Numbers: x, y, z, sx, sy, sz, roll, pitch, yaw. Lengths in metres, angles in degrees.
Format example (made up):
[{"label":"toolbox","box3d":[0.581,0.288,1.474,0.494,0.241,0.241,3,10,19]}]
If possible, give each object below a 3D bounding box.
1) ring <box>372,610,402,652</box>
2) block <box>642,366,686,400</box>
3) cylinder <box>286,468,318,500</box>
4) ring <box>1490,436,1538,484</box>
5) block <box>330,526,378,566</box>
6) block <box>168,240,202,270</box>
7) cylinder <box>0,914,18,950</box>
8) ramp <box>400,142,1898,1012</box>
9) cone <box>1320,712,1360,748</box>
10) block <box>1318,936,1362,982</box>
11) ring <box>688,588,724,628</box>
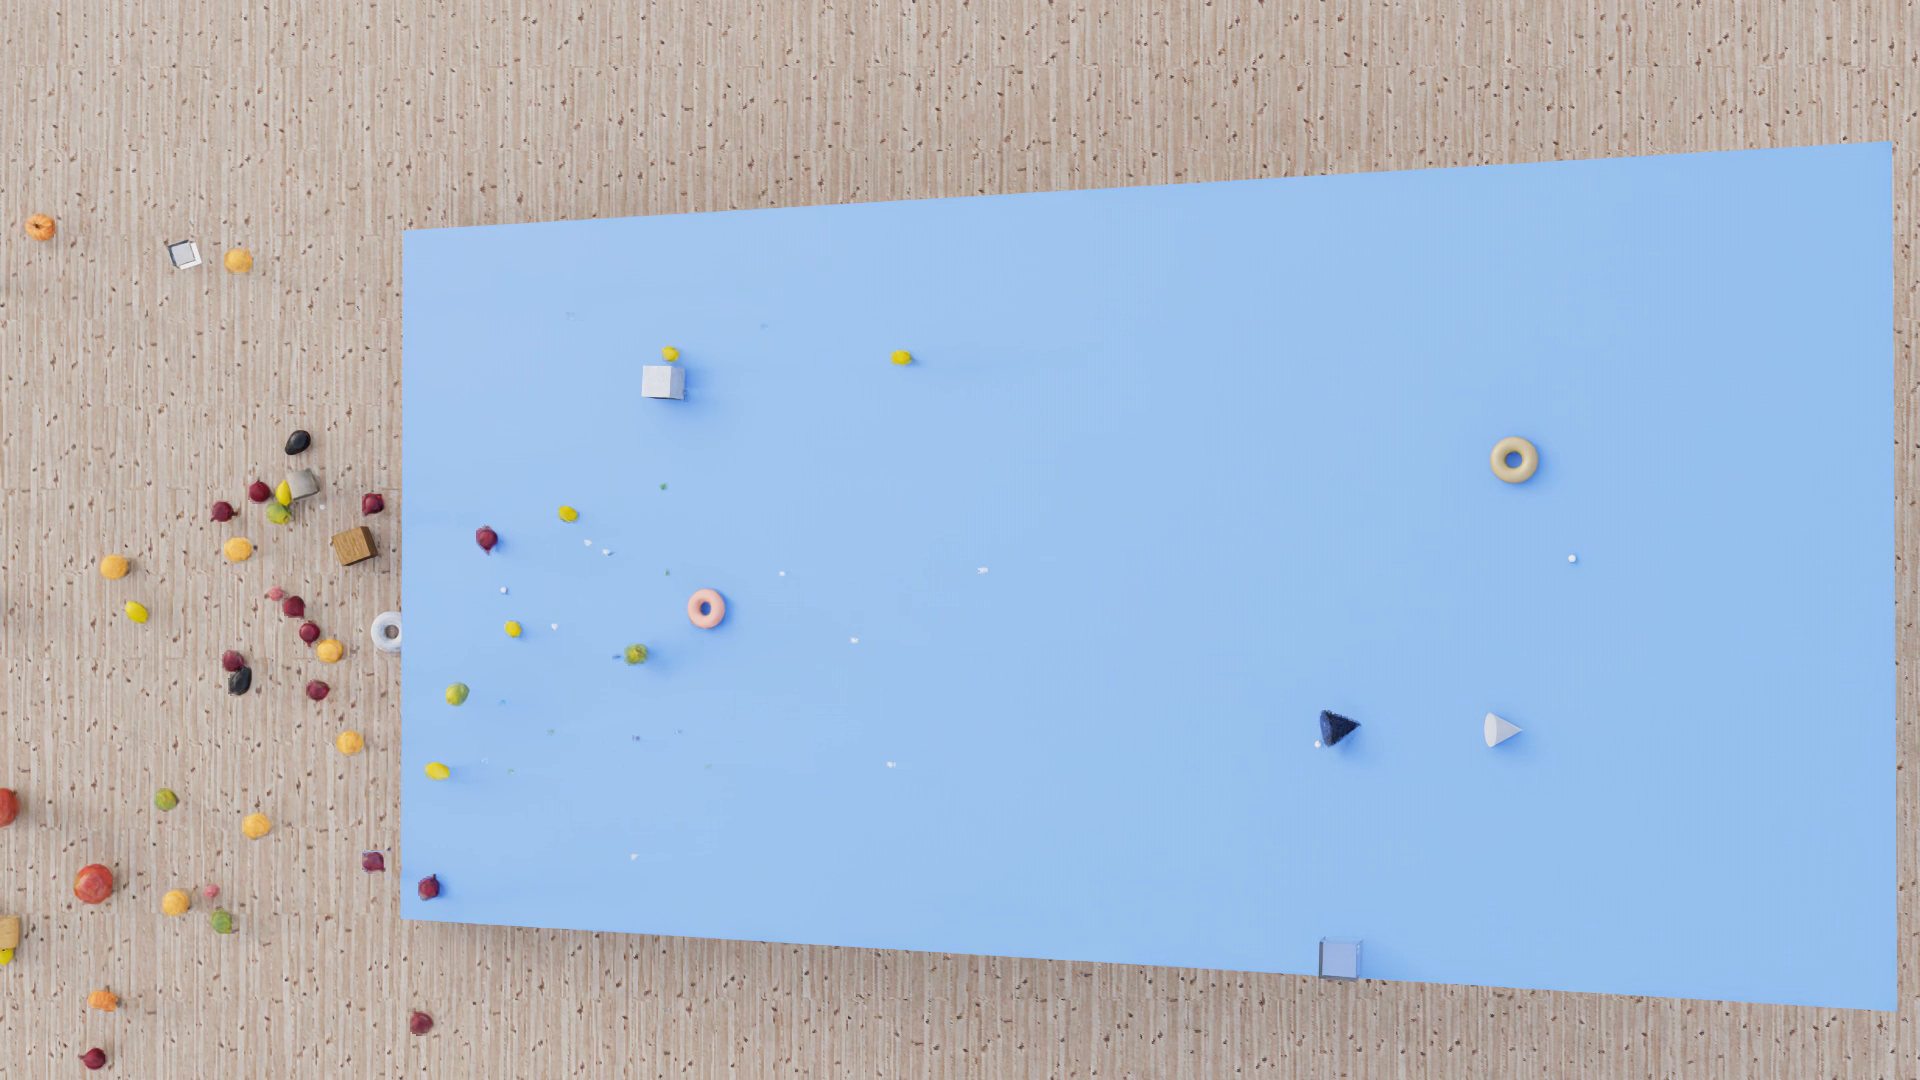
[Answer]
[{"label":"ring","box3d":[-1.669,0.270,6.462,0.123,0.041,0.123,0,90,-1]},{"label":"block","box3d":[-0.818,-0.434,6.067,0.085,0.085,0.085,3,90,20]},{"label":"cylinder","box3d":[-1.931,-0.164,6.451,0.074,0.074,0.074,-17,89,0]},{"label":"ring","box3d":[1.341,-0.193,5.323,0.116,0.039,0.116,-1,88,20]},{"label":"block","box3d":[-1.772,0.018,6.441,0.090,0.090,0.090,-20,89,0]},{"label":"block","box3d":[-2.280,-0.839,6.465,0.064,0.064,0.064,-18,89,0]},{"label":"cylinder","box3d":[-2.798,1.146,6.427,0.086,0.086,0.086,3,94,0]},{"label":"ramp","box3d":[0.280,0.090,5.769,4.000,0.100,2.000,0,89,20]},{"label":"cone","box3d":[0.951,0.463,5.451,0.091,0.091,0.091,-7,89,-7]},{"label":"block","box3d":[0.938,1.032,5.421,0.091,0.091,0.091,1,90,20]},{"label":"ring","box3d":[-0.698,0.189,6.042,0.112,0.037,0.112,-1,88,20]}]
